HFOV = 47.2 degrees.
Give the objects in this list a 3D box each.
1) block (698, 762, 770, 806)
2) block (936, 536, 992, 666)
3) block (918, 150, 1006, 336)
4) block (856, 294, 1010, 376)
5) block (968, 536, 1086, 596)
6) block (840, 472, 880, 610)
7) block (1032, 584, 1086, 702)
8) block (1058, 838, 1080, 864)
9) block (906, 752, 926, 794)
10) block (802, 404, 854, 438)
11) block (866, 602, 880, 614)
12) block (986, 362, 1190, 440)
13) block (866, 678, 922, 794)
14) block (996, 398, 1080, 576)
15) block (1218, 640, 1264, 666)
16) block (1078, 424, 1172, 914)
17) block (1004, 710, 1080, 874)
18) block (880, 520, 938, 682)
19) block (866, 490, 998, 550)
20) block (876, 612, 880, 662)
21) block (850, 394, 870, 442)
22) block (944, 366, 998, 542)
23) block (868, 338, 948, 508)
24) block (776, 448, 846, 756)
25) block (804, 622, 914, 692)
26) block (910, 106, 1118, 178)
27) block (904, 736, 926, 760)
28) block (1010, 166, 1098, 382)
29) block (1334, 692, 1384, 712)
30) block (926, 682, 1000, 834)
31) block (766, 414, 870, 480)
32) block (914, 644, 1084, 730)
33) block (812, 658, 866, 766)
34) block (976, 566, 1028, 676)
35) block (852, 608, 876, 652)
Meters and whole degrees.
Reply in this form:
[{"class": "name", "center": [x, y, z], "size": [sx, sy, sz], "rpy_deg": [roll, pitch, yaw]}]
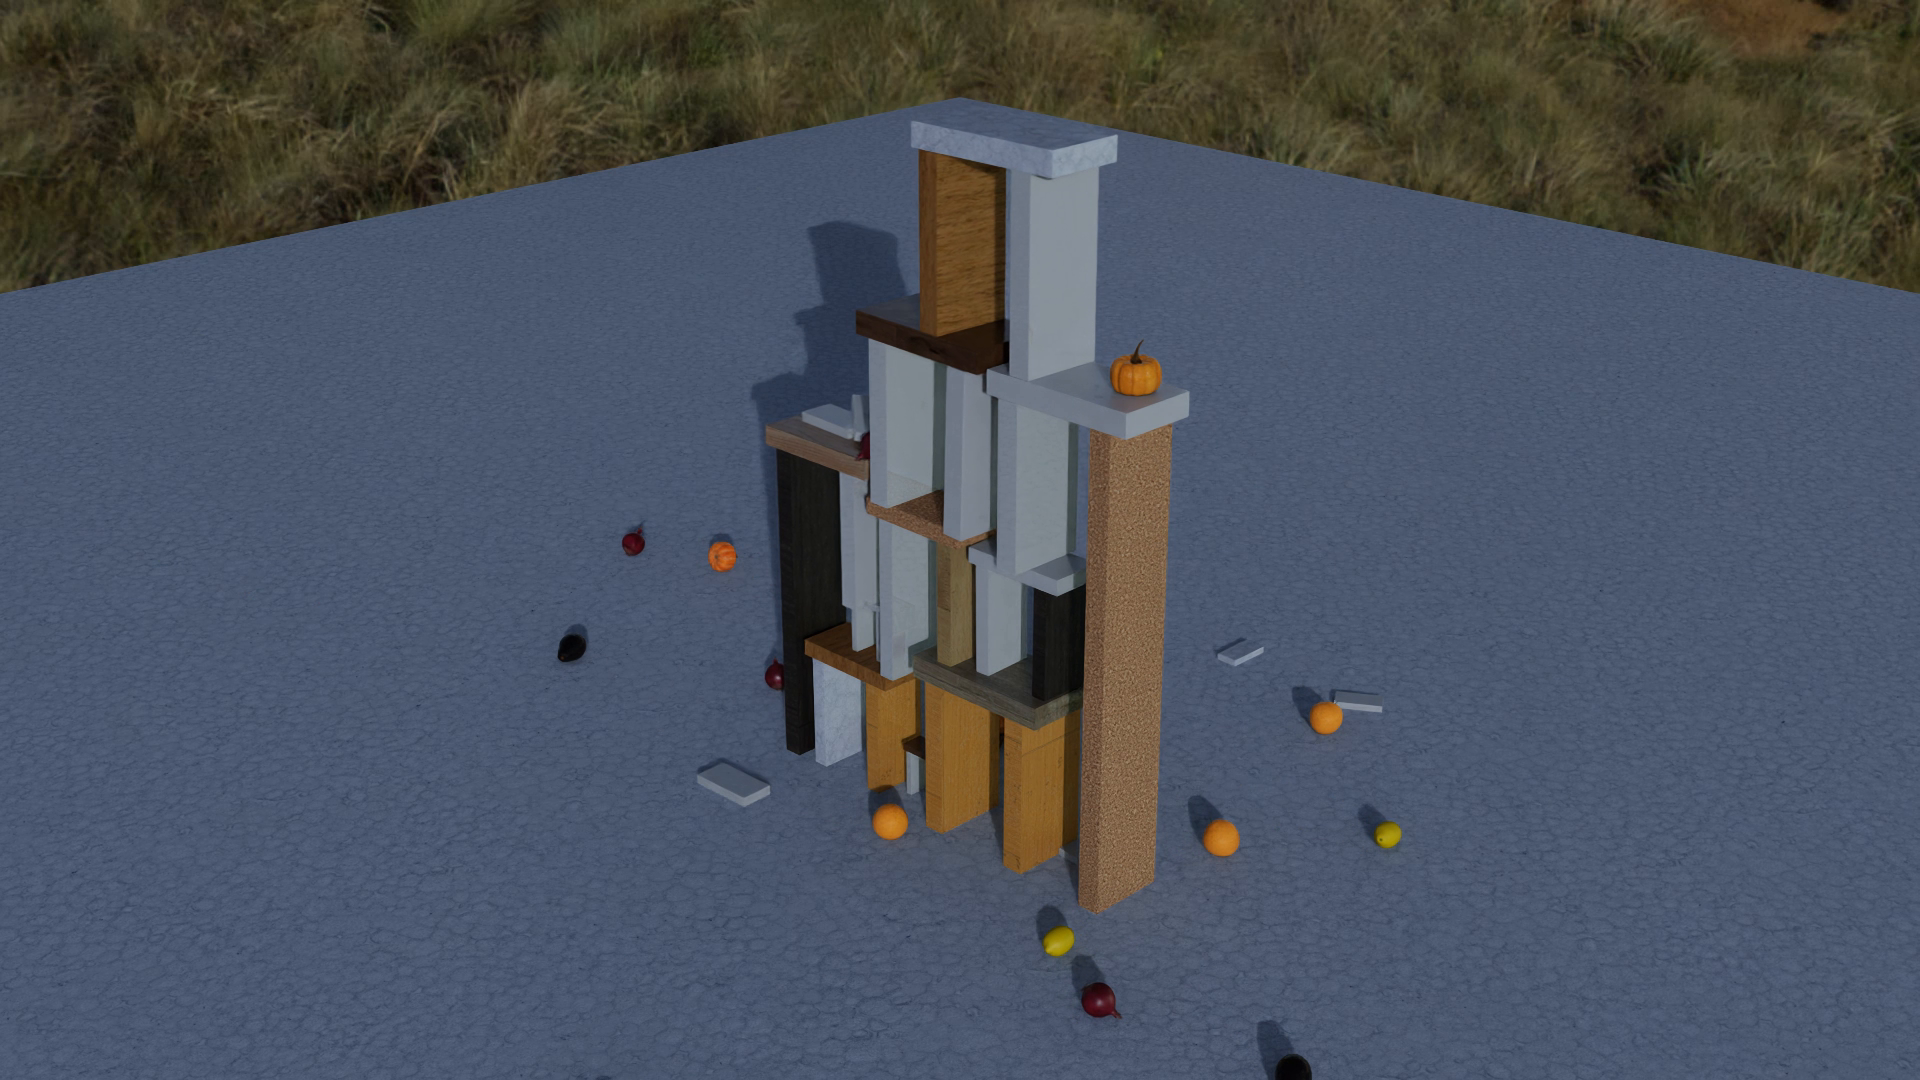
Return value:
[{"class": "block", "center": [-0.468, 0.505, 4.544], "size": [0.144, 0.020, 0.072], "rpy_deg": [20, 30, 39]}, {"class": "block", "center": [0.013, 0.106, 4.241], "size": [0.036, 0.252, 0.126], "rpy_deg": [21, 30, 40]}, {"class": "block", "center": [0.005, -0.549, 3.972], "size": [0.167, 0.334, 0.047], "rpy_deg": [-19, 30, -38]}, {"class": "block", "center": [-0.022, -0.385, 4.073], "size": [0.166, 0.047, 0.332], "rpy_deg": [-20, 30, -39]}, {"class": "block", "center": [0.135, 0.042, 4.102], "size": [0.223, 0.032, 0.112], "rpy_deg": [21, 31, 40]}, {"class": "block", "center": [-0.171, -0.016, 4.401], "size": [0.144, 0.288, 0.041], "rpy_deg": [-21, 31, -41]}, {"class": "block", "center": [0.186, 0.179, 4.106], "size": [0.112, 0.223, 0.032], "rpy_deg": [-21, 31, -40]}, {"class": "block", "center": [0.251, 0.603, 4.320], "size": [0.105, 0.015, 0.053], "rpy_deg": [-19, 29, -37]}, {"class": "block", "center": [-0.088, 0.471, 4.526], "size": [0.014, 0.097, 0.049], "rpy_deg": [21, 31, 41]}, {"class": "block", "center": [-0.244, -0.239, 4.429], "size": [0.072, 0.020, 0.144], "rpy_deg": [-20, 30, -38]}, {"class": "block", "center": [-0.171, 0.122, 4.464], "size": [0.054, 0.015, 0.109], "rpy_deg": [-21, 31, -40]}, {"class": "block", "center": [0.222, -0.259, 3.866], "size": [0.165, 0.047, 0.330], "rpy_deg": [-21, 31, -40]}, {"class": "block", "center": [-0.136, 0.389, 4.533], "size": [0.034, 0.243, 0.122], "rpy_deg": [21, 31, 41]}, {"class": "block", "center": [0.143, -0.116, 4.012], "size": [0.047, 0.330, 0.165], "rpy_deg": [21, 31, 40]}, {"class": "block", "center": [0.654, 0.263, 5.123], "size": [0.104, 0.015, 0.052], "rpy_deg": [-21, 31, -40]}, {"class": "block", "center": [0.298, 0.231, 3.993], "size": [0.047, 0.955, 0.165], "rpy_deg": [21, 31, 41]}, {"class": "block", "center": [0.158, 0.467, 4.245], "size": [0.162, 0.324, 0.046], "rpy_deg": [-21, 31, -40]}, {"class": "block", "center": [-0.101, 0.101, 4.372], "size": [0.036, 0.344, 0.126], "rpy_deg": [22, 31, 40]}, {"class": "block", "center": [-0.049, -0.050, 4.241], "size": [0.126, 0.036, 0.252], "rpy_deg": [-21, 31, -40]}, {"class": "block", "center": [-0.145, 0.190, 4.464], "size": [0.015, 0.109, 0.054], "rpy_deg": [21, 31, 40]}, {"class": "block", "center": [-0.177, -0.241, 4.382], "size": [0.072, 0.020, 0.144], "rpy_deg": [5, 34, -10]}, {"class": "block", "center": [0.049, -0.178, 4.073], "size": [0.166, 0.332, 0.047], "rpy_deg": [-20, 32, -39]}, {"class": "block", "center": [-0.097, -0.242, 4.223], "size": [0.047, 0.332, 0.166], "rpy_deg": [22, 31, 40]}, {"class": "block", "center": [-0.306, 0.115, 4.606], "size": [0.041, 0.690, 0.144], "rpy_deg": [21, 31, 40]}, {"class": "block", "center": [-0.193, 0.239, 4.532], "size": [0.243, 0.034, 0.122], "rpy_deg": [21, 31, 40]}, {"class": "block", "center": [0.092, -0.694, 3.827], "size": [0.334, 0.047, 0.167], "rpy_deg": [21, 30, 40]}, {"class": "block", "center": [-0.065, 0.429, 4.483], "size": [0.097, 0.014, 0.049], "rpy_deg": [21, 31, 41]}, {"class": "block", "center": [0.164, -0.476, 3.846], "size": [0.167, 0.369, 0.047], "rpy_deg": [-20, 30, -39]}, {"class": "block", "center": [0.888, 0.360, 4.894], "size": [0.104, 0.015, 0.052], "rpy_deg": [5, 24, 12]}, {"class": "block", "center": [0.005, 0.408, 4.385], "size": [0.162, 0.324, 0.046], "rpy_deg": [-21, 31, -41]}, {"class": "block", "center": [-0.239, -0.193, 4.398], "size": [0.288, 0.041, 0.144], "rpy_deg": [21, 31, 40]}, {"class": "block", "center": [0.081, 0.268, 4.242], "size": [0.324, 0.046, 0.162], "rpy_deg": [21, 31, 40]}, {"class": "block", "center": [-0.251, 0.344, 4.639], "size": [0.034, 0.243, 0.122], "rpy_deg": [21, 31, 41]}, {"class": "block", "center": [0.080, 0.137, 4.204], "size": [0.032, 0.223, 0.112], "rpy_deg": [19, 30, 39]}, {"class": "block", "center": [-0.197, 0.169, 4.512], "size": [0.015, 0.109, 0.054], "rpy_deg": [21, 31, 41]}]
